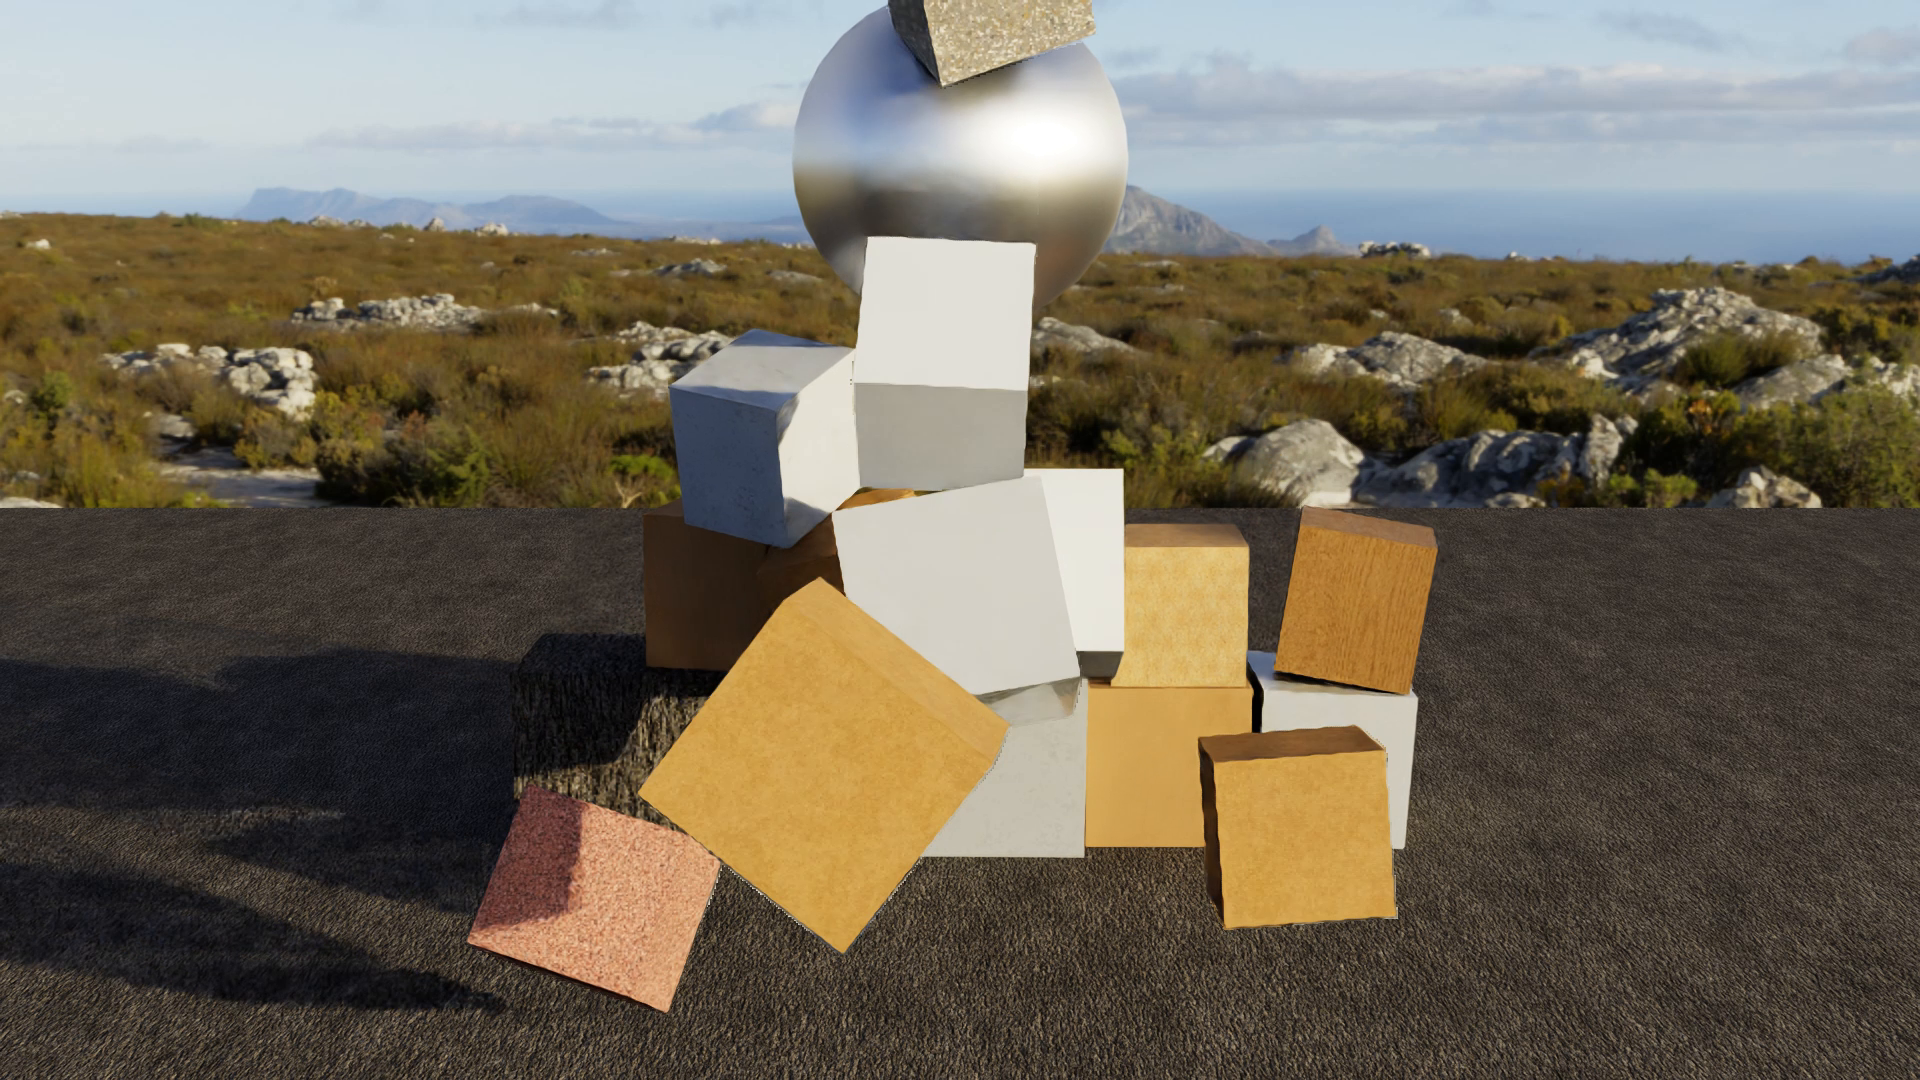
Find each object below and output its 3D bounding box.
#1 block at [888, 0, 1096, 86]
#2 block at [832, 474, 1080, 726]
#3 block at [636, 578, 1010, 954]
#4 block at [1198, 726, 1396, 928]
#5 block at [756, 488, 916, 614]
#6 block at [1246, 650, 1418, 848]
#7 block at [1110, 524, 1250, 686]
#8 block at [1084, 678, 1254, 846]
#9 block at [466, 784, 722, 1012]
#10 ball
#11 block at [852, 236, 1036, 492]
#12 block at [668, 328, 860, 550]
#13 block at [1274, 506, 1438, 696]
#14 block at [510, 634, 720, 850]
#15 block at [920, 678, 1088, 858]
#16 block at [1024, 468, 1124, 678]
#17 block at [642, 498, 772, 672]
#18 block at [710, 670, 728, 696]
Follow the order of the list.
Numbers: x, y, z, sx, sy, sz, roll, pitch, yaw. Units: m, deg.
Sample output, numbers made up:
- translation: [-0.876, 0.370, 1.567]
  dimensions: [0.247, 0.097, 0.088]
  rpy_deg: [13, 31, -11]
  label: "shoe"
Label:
- translation: [0.069, -2.526, 9.399]
  dimensions: [0.710, 0.763, 0.707]
  rpy_deg: [-20, 38, -8]
  label: "block"
- translation: [-0.018, 0.323, 9.210]
  dimensions: [0.861, 0.846, 0.869]
  rpy_deg: [-10, -15, -2]
  label: "block"
- translation: [-0.408, 0.686, 6.946]
  dimensions: [0.791, 0.749, 0.689]
  rpy_deg: [38, 7, 1]
  label: "block"
- translation: [1.257, 1.069, 8.302]
  dimensions: [0.620, 0.610, 0.619]
  rpy_deg: [-4, 3, 1]
  label: "block"
- translation: [-0.498, 0.234, 10.785]
  dimensions: [0.661, 0.689, 0.676]
  rpy_deg: [-13, 24, 16]
  label: "block"
- translation: [1.868, 1.070, 11.389]
  dimensions: [0.765, 0.781, 0.865]
  rpy_deg: [3, 10, -1]
  label: "block"
- translation: [1.097, 0.323, 11.233]
  dimensions: [0.672, 0.707, 0.670]
  rpy_deg: [0, 10, 1]
  label: "block"
- translation: [1.045, 1.075, 11.364]
  dimensions: [0.825, 0.819, 0.750]
  rpy_deg: [0, 10, 0]
  label: "block"
- translation: [-1.380, 1.379, 8.407]
  dimensions: [0.651, 0.618, 0.676]
  rpy_deg: [16, -15, 9]
  label: "block"
- translation: [0.000, -1.801, 10.439]
  dimensions: [1.600, 1.600, 1.600]
  rpy_deg: [0, 10, 0]
  label: "ball"
- translation: [-0.057, -0.714, 9.091]
  dimensions: [0.683, 0.734, 0.754]
  rpy_deg: [3, -32, 2]
  label: "block"
- translation: [-0.922, -0.501, 10.665]
  dimensions: [0.599, 0.743, 0.716]
  rpy_deg: [14, 34, 26]
  label: "block"
- translation: [2.017, 0.294, 11.241]
  dimensions: [0.677, 0.750, 0.671]
  rpy_deg: [10, 11, 8]
  label: "block"
- translation: [-1.736, 1.026, 11.379]
  dimensions: [0.973, 0.911, 0.899]
  rpy_deg: [0, 10, 0]
  label: "block"
- translation: [0.178, 0.927, 11.141]
  dimensions: [0.889, 0.987, 0.947]
  rpy_deg: [0, 24, 1]
  label: "block"
- translation: [0.329, 0.168, 10.191]
  dimensions: [0.814, 0.824, 0.876]
  rpy_deg: [0, -11, 1]
  label: "block"
- translation: [-1.175, 0.205, 11.195]
  dimensions: [0.640, 0.770, 0.717]
  rpy_deg: [3, 11, 13]
  label: "block"
- translation: [-0.763, 1.083, 11.391]
  dimensions: [0.954, 0.794, 0.850]
  rpy_deg: [0, 10, 0]
  label: "block"
